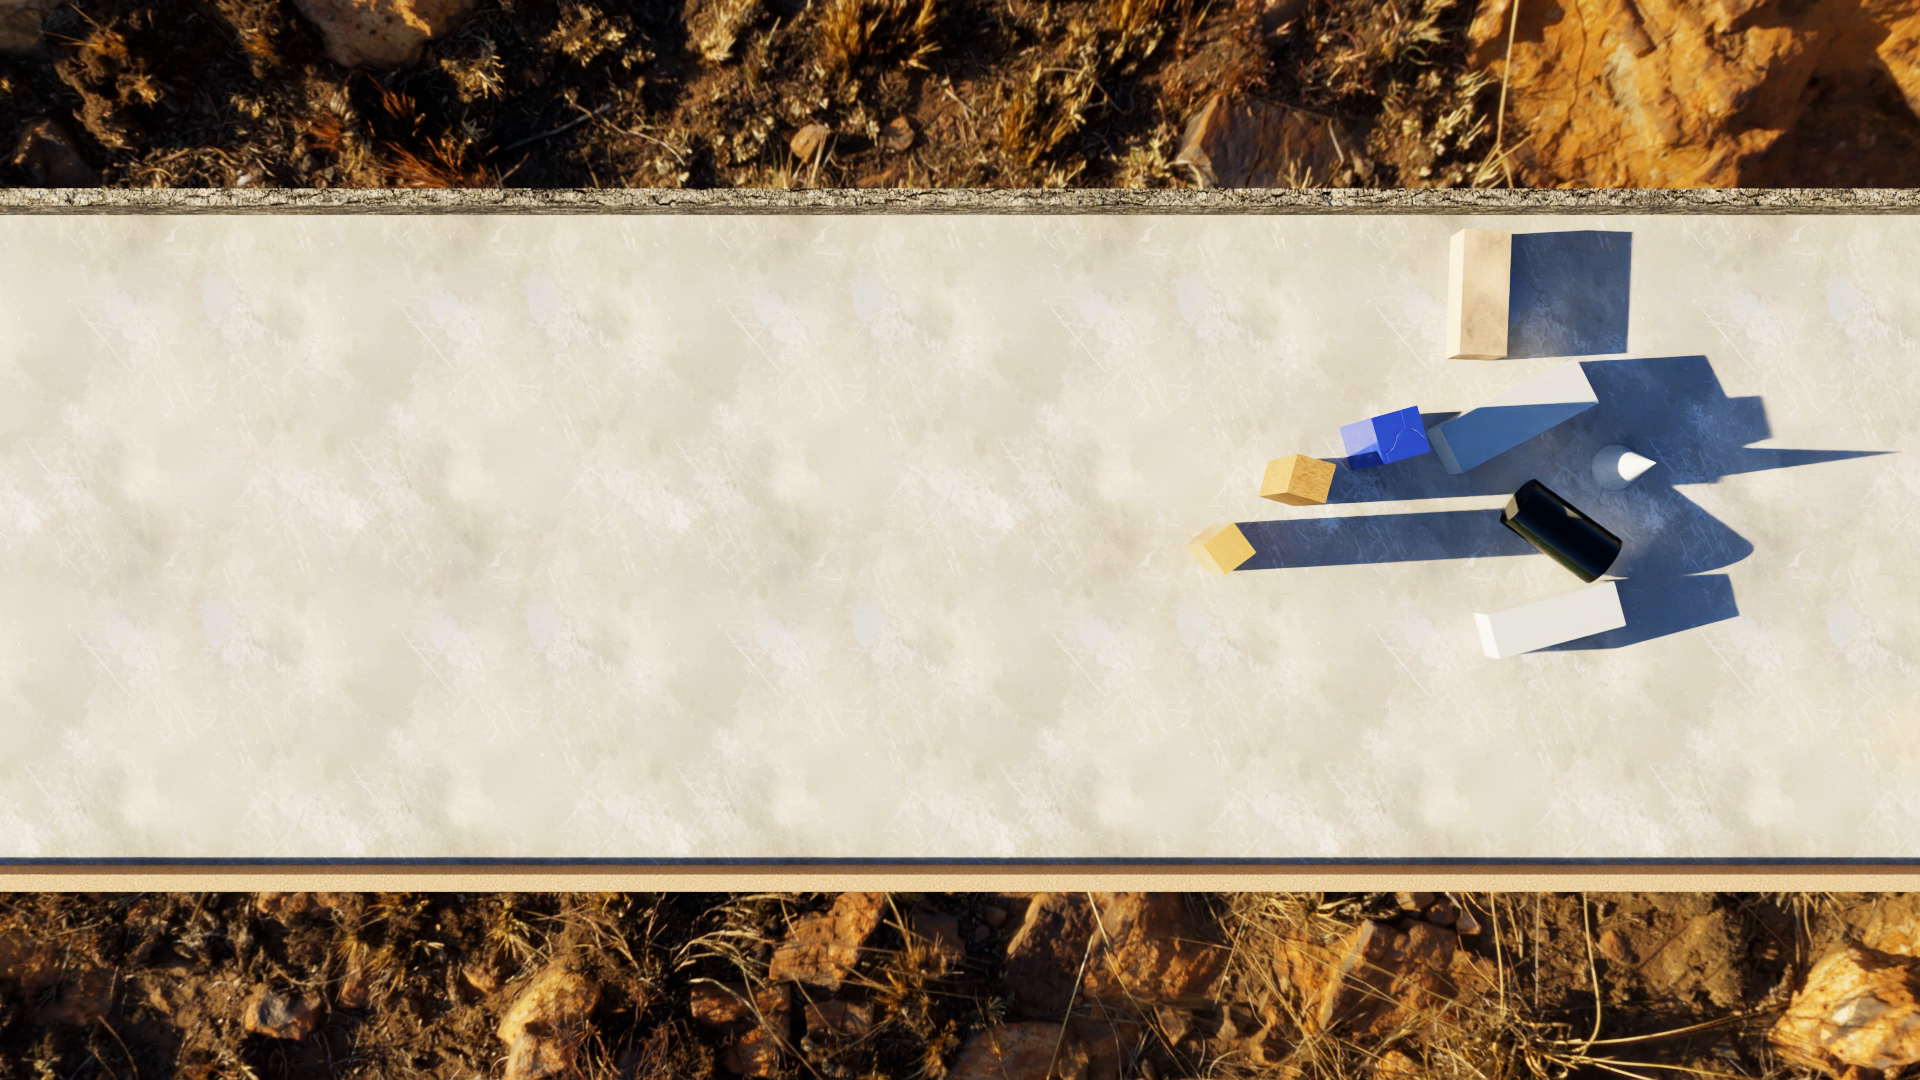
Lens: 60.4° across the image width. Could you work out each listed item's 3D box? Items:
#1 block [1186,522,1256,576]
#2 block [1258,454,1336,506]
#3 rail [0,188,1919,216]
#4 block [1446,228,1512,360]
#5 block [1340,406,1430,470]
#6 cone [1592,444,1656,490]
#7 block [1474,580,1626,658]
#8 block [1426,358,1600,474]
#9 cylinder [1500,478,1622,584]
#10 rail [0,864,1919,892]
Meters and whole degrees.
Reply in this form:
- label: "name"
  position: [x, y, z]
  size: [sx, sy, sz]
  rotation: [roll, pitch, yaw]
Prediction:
- label: "block"
  position: [0.768, 0.025, 4.886]
  size: [0.108, 0.381, 0.108]
  rotation: [-37, 90, 0]
- label: "block"
  position: [0.988, -0.173, 4.857]
  size: [0.113, 0.440, 0.113]
  rotation: [16, 90, 0]
- label: "rail"
  position: [-2.247, -1.025, 5.002]
  size: [12.000, 0.150, 0.050]
  rotation: [0, 90, 0]
- label: "block"
  position: [1.573, -0.742, 5.006]
  size: [0.141, 0.141, 0.375]
  rotation: [2, 90, 0]
- label: "block"
  position: [1.252, -0.299, 4.881]
  size: [0.137, 0.391, 0.137]
  rotation: [-16, 90, 0]
- label: "cone"
  position: [2.016, -0.224, 4.926]
  size: [0.142, 0.300, 0.142]
  rotation: [0, 90, 0]
- label: "block"
  position: [1.788, 0.240, 5.008]
  size: [0.392, 0.136, 0.136]
  rotation: [-15, 90, 0]
- label: "block"
  position: [1.670, -0.373, 5.000]
  size: [0.456, 0.153, 0.153]
  rotation: [-27, 90, 0]
- label: "cylinder"
  position: [1.818, -0.027, 4.994]
  size: [0.316, 0.166, 0.166]
  rotation: [35, 90, 0]
- label: "rail"
  position: [-2.247, 1.025, 5.001]
  size: [12.000, 0.150, 0.050]
  rotation: [0, 90, 0]
